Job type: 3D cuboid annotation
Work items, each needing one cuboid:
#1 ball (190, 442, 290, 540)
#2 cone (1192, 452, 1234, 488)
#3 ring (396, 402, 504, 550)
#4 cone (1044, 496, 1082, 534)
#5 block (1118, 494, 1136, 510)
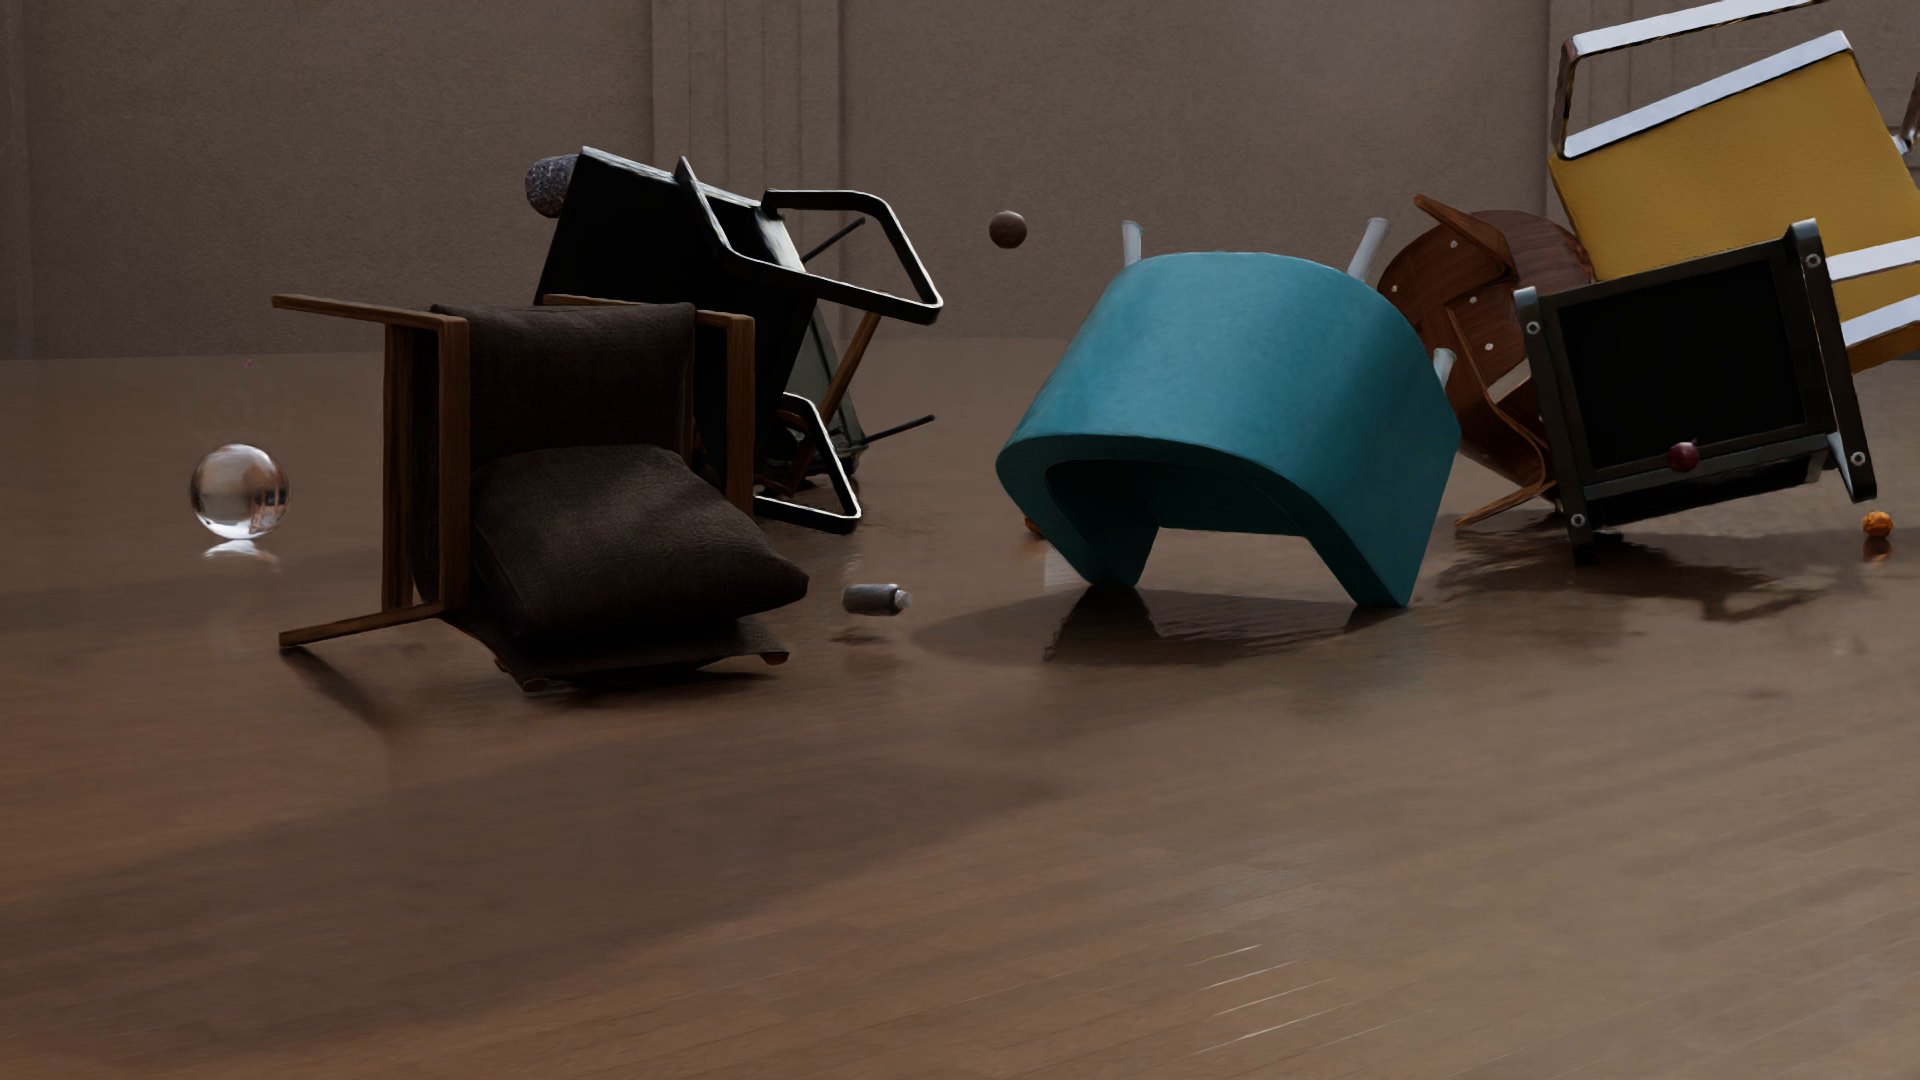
[{"bbox_3d":[-1.797,-0.121,6.406,0.243,0.243,0.243,0,6,0],"label":"ball"},{"bbox_3d":[0.815,-0.189,7.979,0.111,0.124,0.187,39,14,29],"label":"cone"},{"bbox_3d":[-1.230,-0.154,6.168,0.115,0.361,0.451,-9,1,-37],"label":"ring"},{"bbox_3d":[0.282,-0.079,6.497,0.104,0.087,0.177,44,0,8],"label":"cone"},{"bbox_3d":[0.469,-0.106,7.210,0.033,0.040,0.035,-13,1,18],"label":"block"}]
